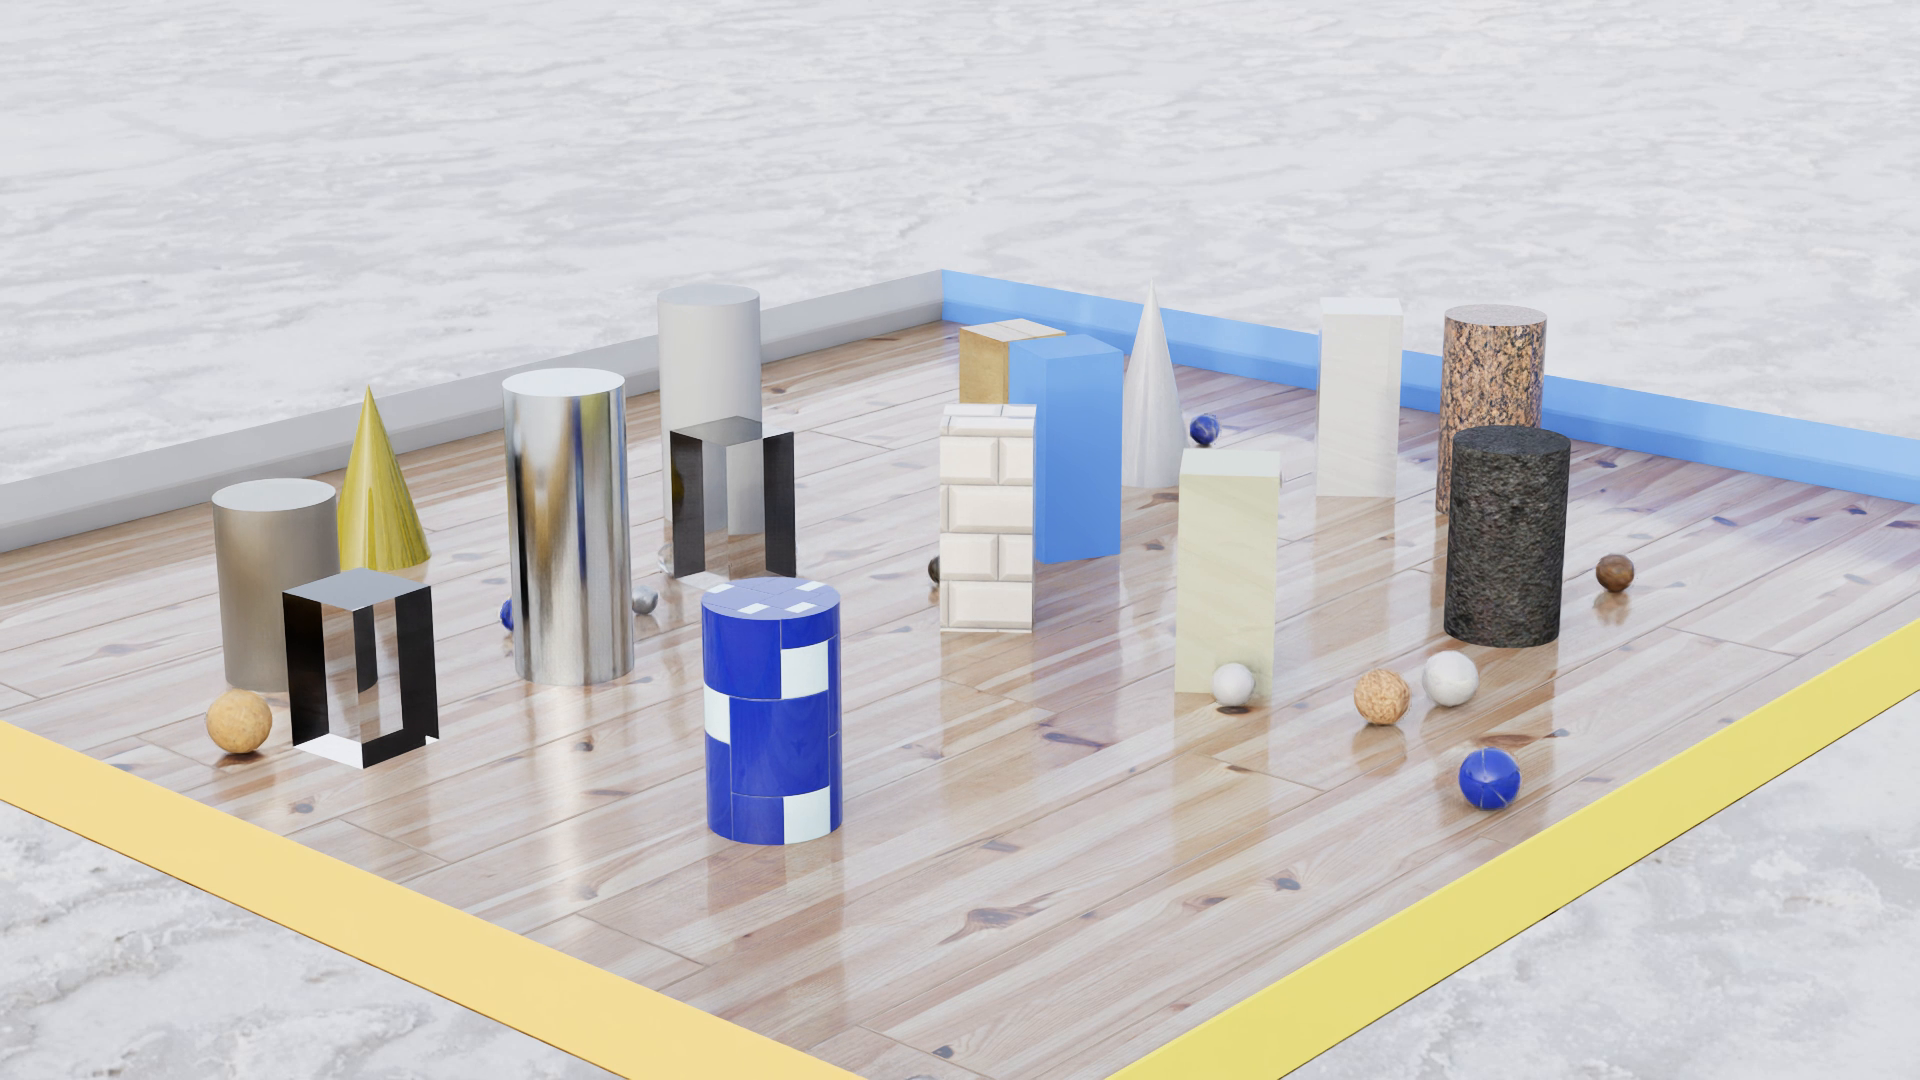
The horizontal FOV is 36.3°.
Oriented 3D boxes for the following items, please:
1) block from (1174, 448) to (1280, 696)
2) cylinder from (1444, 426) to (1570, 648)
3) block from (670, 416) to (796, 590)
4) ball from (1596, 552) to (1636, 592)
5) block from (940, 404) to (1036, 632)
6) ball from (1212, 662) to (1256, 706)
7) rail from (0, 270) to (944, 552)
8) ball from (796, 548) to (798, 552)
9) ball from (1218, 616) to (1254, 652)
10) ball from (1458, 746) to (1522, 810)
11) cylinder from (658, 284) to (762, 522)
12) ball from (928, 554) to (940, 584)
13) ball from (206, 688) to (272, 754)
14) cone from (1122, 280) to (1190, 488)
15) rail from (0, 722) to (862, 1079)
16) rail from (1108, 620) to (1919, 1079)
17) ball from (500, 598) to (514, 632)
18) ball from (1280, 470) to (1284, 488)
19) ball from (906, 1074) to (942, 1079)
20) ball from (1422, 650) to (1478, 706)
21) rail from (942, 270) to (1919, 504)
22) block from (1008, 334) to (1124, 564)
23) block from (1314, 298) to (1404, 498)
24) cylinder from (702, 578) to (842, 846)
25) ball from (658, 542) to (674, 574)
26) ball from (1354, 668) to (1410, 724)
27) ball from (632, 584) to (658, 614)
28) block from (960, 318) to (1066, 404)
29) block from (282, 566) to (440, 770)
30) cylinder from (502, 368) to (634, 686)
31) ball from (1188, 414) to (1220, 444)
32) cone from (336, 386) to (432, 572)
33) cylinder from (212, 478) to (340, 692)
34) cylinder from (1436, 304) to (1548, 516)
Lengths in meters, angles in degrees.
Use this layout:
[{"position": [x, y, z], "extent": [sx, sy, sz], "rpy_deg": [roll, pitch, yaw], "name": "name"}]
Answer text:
[{"position": [0.425, 0.050, 4.660], "extent": [0.154, 0.358, 0.154], "rpy_deg": [2, 17, 6], "name": "block"}, {"position": [0.912, -0.007, 4.894], "extent": [0.192, 0.331, 0.192], "rpy_deg": [0, 17, 0], "name": "cylinder"}, {"position": [-0.400, -0.060, 5.170], "extent": [0.154, 0.273, 0.154], "rpy_deg": [-16, 23, -42], "name": "block"}, {"position": [1.149, 0.056, 5.140], "extent": [0.068, 0.068, 0.068], "rpy_deg": [0, 17, 0], "name": "ball"}, {"position": [0.048, -0.038, 4.953], "extent": [0.154, 0.357, 0.154], "rpy_deg": [1, 17, 3], "name": "block"}, {"position": [0.427, 0.226, 4.578], "extent": [0.068, 0.068, 0.068], "rpy_deg": [0, 17, 0], "name": "ball"}, {"position": [-1.102, -0.245, 6.036], "extent": [0.045, 0.125, 3.277], "rpy_deg": [14, 22, 39], "name": "rail"}, {"position": [-0.324, 0.018, 5.275], "extent": [0.062, 0.062, 0.062], "rpy_deg": [0, 17, 0], "name": "ball"}, {"position": [0.455, 0.155, 4.829], "extent": [0.058, 0.058, 0.058], "rpy_deg": [0, 17, 0], "name": "ball"}, {"position": [0.754, 0.339, 4.168], "extent": [0.089, 0.089, 0.089], "rpy_deg": [0, 17, 0], "name": "ball"}, {"position": [-0.471, -0.256, 5.554], "extent": [0.192, 0.426, 0.192], "rpy_deg": [0, 17, 0], "name": "cylinder"}, {"position": [-0.030, 0.052, 5.178], "extent": [0.054, 0.054, 0.054], "rpy_deg": [0, 17, 0], "name": "ball"}, {"position": [-1.077, 0.271, 4.381], "extent": [0.096, 0.096, 0.096], "rpy_deg": [0, 17, 0], "name": "ball"}, {"position": [0.377, -0.325, 5.817], "extent": [0.192, 0.407, 0.192], "rpy_deg": [0, 17, 0], "name": "cone"}, {"position": [-1.059, 0.384, 3.953], "extent": [2.965, 0.125, 0.045], "rpy_deg": [14, 22, 39], "name": "rail"}, {"position": [1.102, 0.308, 4.205], "extent": [0.045, 0.125, 3.277], "rpy_deg": [14, 22, 39], "name": "rail"}, {"position": [-0.742, 0.125, 4.924], "extent": [0.061, 0.061, 0.061], "rpy_deg": [0, 17, 0], "name": "ball"}, {"position": [0.587, -0.118, 5.693], "extent": [0.081, 0.081, 0.081], "rpy_deg": [0, 17, 0], "name": "ball"}, {"position": [-0.040, 0.630, 3.196], "extent": [0.093, 0.093, 0.093], "rpy_deg": [0, 17, 0], "name": "ball"}, {"position": [0.765, 0.216, 4.578], "extent": [0.087, 0.087, 0.087], "rpy_deg": [0, 17, 0], "name": "ball"}, {"position": [1.059, -0.321, 6.288], "extent": [2.965, 0.125, 0.045], "rpy_deg": [14, 22, 39], "name": "rail"}, {"position": [0.191, -0.167, 5.340], "extent": [0.154, 0.380, 0.154], "rpy_deg": [-7, 18, -23], "name": "block"}, {"position": [0.779, -0.281, 5.746], "extent": [0.154, 0.363, 0.154], "rpy_deg": [1, 17, 4], "name": "block"}, {"position": [-0.261, 0.237, 4.092], "extent": [0.192, 0.328, 0.192], "rpy_deg": [0, 17, 0], "name": "cylinder"}, {"position": [-0.511, 0.032, 5.238], "extent": [0.058, 0.058, 0.058], "rpy_deg": [0, 17, 0], "name": "ball"}, {"position": [0.647, 0.240, 4.498], "extent": [0.086, 0.086, 0.086], "rpy_deg": [0, 17, 0], "name": "ball"}, {"position": [-0.542, 0.102, 5.016], "extent": [0.052, 0.052, 0.052], "rpy_deg": [0, 17, 0], "name": "ball"}, {"position": [0.105, -0.290, 5.928], "extent": [0.154, 0.275, 0.154], "rpy_deg": [-11, 20, -33], "name": "block"}, {"position": [-0.896, 0.190, 4.390], "extent": [0.154, 0.246, 0.154], "rpy_deg": [12, 21, 35], "name": "block"}, {"position": [-0.625, -0.022, 4.694], "extent": [0.192, 0.475, 0.192], "rpy_deg": [0, 17, 0], "name": "cylinder"}, {"position": [0.508, -0.230, 6.096], "extent": [0.064, 0.064, 0.064], "rpy_deg": [0, 17, 0], "name": "ball"}, {"position": [-1.060, -0.126, 5.299], "extent": [0.192, 0.324, 0.192], "rpy_deg": [0, 17, 0], "name": "cone"}, {"position": [-1.088, 0.071, 4.692], "extent": [0.192, 0.299, 0.192], "rpy_deg": [0, 17, 0], "name": "cylinder"}, {"position": [1.012, -0.243, 5.592], "extent": [0.192, 0.380, 0.192], "rpy_deg": [0, 17, 0], "name": "cylinder"}]
